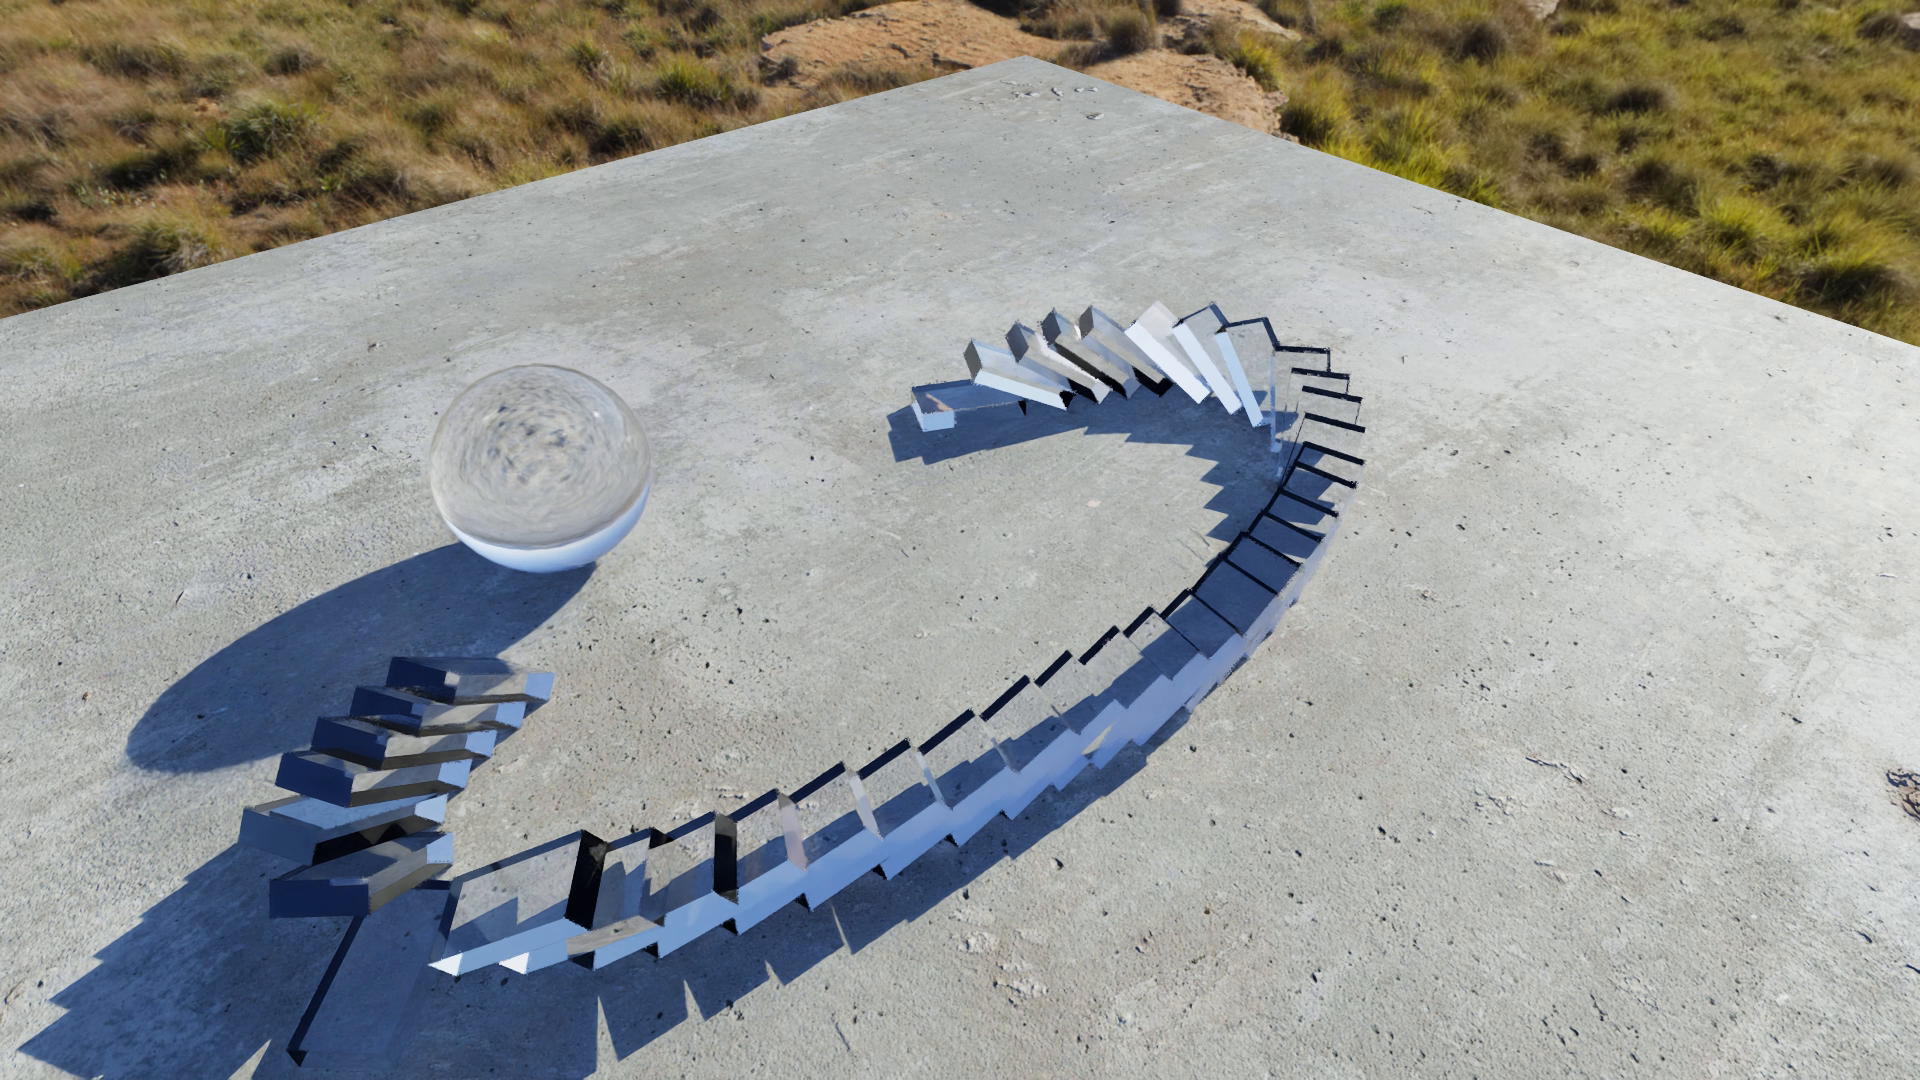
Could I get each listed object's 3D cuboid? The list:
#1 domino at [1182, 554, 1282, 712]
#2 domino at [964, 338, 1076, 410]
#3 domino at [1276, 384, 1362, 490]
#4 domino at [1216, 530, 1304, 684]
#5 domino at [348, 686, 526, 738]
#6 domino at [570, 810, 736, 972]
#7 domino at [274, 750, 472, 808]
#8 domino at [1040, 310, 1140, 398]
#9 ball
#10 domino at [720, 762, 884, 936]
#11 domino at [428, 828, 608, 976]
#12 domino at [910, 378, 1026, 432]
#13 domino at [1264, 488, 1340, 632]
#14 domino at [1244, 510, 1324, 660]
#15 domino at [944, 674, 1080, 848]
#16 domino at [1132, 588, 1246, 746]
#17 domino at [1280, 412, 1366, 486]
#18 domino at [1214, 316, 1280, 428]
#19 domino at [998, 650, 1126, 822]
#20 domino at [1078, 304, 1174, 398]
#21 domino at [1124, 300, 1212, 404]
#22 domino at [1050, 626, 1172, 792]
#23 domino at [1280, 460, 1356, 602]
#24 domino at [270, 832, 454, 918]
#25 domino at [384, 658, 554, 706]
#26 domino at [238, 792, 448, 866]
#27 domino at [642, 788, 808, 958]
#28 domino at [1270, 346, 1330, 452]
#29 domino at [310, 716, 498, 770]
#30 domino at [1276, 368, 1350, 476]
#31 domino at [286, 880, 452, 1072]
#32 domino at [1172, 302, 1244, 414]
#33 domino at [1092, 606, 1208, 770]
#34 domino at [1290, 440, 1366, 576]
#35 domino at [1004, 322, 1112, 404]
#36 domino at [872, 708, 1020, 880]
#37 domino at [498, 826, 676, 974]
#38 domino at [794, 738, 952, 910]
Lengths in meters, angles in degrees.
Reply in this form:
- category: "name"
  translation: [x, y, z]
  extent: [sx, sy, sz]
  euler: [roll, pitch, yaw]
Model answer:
- category: "domino"
  translation: [0.086, 0.032, 0.383]
  extent: [0.025, 0.010, 0.050]
  euler: [38, 84, 32]
- category: "domino"
  translation: [0.028, -0.079, 0.524]
  extent: [0.050, 0.009, 0.025]
  euler: [13, 34, -24]
- category: "domino"
  translation: [0.154, -0.040, 0.473]
  extent: [0.025, 0.010, 0.050]
  euler: [14, 72, 13]
- category: "domino"
  translation: [0.097, 0.024, 0.394]
  extent: [0.025, 0.009, 0.050]
  euler: [35, 82, 32]
- category: "domino"
  translation: [-0.166, 0.054, 0.352]
  extent: [0.025, 0.009, 0.050]
  euler: [12, -3, 14]
- category: "domino"
  translation: [-0.085, 0.097, 0.304]
  extent: [0.050, 0.010, 0.025]
  euler: [-28, 42, 15]
- category: "domino"
  translation: [-0.176, 0.070, 0.333]
  extent: [0.025, 0.010, 0.050]
  euler: [12, -3, 14]
- category: "domino"
  translation: [0.063, -0.090, 0.530]
  extent: [0.050, 0.009, 0.025]
  euler: [28, 29, -25]
- category: "ball"
  translation: [-0.159, -0.027, 0.421]
  extent: [0.080, 0.080, 0.080]
  euler: [0, 39, 0]
- category: "domino"
  translation: [-0.049, 0.089, 0.318]
  extent: [0.050, 0.010, 0.025]
  euler: [-34, 43, 3]
- category: "domino"
  translation: [-0.121, 0.099, 0.301]
  extent: [0.050, 0.010, 0.025]
  euler: [-23, 43, 20]
- category: "domino"
  translation: [0.004, -0.066, 0.524]
  extent: [0.050, 0.009, 0.025]
  euler: [-9, 40, -11]
- category: "domino"
  translation: [0.120, 0.007, 0.416]
  extent: [0.025, 0.009, 0.050]
  euler: [29, 78, 30]
- category: "domino"
  translation: [0.109, 0.016, 0.404]
  extent: [0.025, 0.010, 0.050]
  euler: [32, 81, 31]
- category: "domino"
  translation: [0.010, 0.068, 0.340]
  extent: [0.050, 0.009, 0.025]
  euler: [-42, 47, 2]
- category: "domino"
  translation: [0.069, 0.043, 0.372]
  extent: [0.050, 0.010, 0.025]
  euler: [-45, 50, -2]
- category: "domino"
  translation: [0.148, -0.027, 0.457]
  extent: [0.025, 0.010, 0.050]
  euler: [18, 73, 19]
- category: "domino"
  translation: [0.142, -0.080, 0.520]
  extent: [0.025, 0.009, 0.050]
  euler: [-13, 74, -19]
- category: "domino"
  translation: [0.025, 0.061, 0.348]
  extent: [0.050, 0.009, 0.025]
  euler: [-44, 49, 0]
- category: "domino"
  translation: [0.080, -0.092, 0.533]
  extent: [0.050, 0.010, 0.025]
  euler: [31, 32, -19]
- category: "domino"
  translation: [0.106, -0.092, 0.537]
  extent: [0.050, 0.009, 0.025]
  euler: [44, 50, 3]
- category: "domino"
  translation: [0.041, 0.054, 0.356]
  extent: [0.050, 0.010, 0.025]
  euler: [-44, 50, 1]
- category: "domino"
  translation: [0.131, -0.004, 0.428]
  extent: [0.025, 0.009, 0.050]
  euler: [27, 77, 27]
- category: "domino"
  translation: [-0.165, 0.092, 0.307]
  extent: [0.025, 0.009, 0.050]
  euler: [-1, -1, -2]
- category: "domino"
  translation: [-0.160, 0.046, 0.362]
  extent: [0.025, 0.009, 0.050]
  euler: [12, -3, 14]
- category: "domino"
  translation: [-0.178, 0.081, 0.322]
  extent: [0.025, 0.009, 0.050]
  euler: [12, 2, 14]
- category: "domino"
  translation: [-0.068, 0.094, 0.311]
  extent: [0.050, 0.010, 0.025]
  euler: [-31, 41, 7]
- category: "domino"
  translation: [0.156, -0.064, 0.503]
  extent: [0.025, 0.010, 0.050]
  euler: [4, 69, 5]
- category: "domino"
  translation: [-0.171, 0.062, 0.343]
  extent: [0.025, 0.010, 0.050]
  euler: [12, -3, 14]
- category: "domino"
  translation: [0.156, -0.051, 0.487]
  extent: [0.025, 0.009, 0.050]
  euler: [9, 70, 11]
- category: "domino"
  translation: [-0.157, 0.117, 0.300]
  extent: [0.025, 0.010, 0.050]
  euler: [1, 39, 2]
- category: "domino"
  translation: [0.126, -0.088, 0.529]
  extent: [0.025, 0.009, 0.050]
  euler: [-29, 82, -31]
- category: "domino"
  translation: [0.055, 0.048, 0.364]
  extent: [0.050, 0.009, 0.025]
  euler: [-45, 50, 0]
- category: "domino"
  translation: [0.140, -0.013, 0.441]
  extent: [0.025, 0.009, 0.050]
  euler: [23, 74, 26]
- category: "domino"
  translation: [0.047, -0.085, 0.526]
  extent: [0.050, 0.009, 0.025]
  euler: [21, 31, -29]
- category: "domino"
  translation: [-0.009, 0.076, 0.332]
  extent: [0.050, 0.009, 0.025]
  euler: [-38, 46, 2]
- category: "domino"
  translation: [-0.102, 0.099, 0.301]
  extent: [0.050, 0.009, 0.025]
  euler: [-24, 43, 20]
- category: "domino"
  translation: [-0.030, 0.083, 0.324]
  extent: [0.050, 0.009, 0.025]
  euler: [-35, 44, 2]
